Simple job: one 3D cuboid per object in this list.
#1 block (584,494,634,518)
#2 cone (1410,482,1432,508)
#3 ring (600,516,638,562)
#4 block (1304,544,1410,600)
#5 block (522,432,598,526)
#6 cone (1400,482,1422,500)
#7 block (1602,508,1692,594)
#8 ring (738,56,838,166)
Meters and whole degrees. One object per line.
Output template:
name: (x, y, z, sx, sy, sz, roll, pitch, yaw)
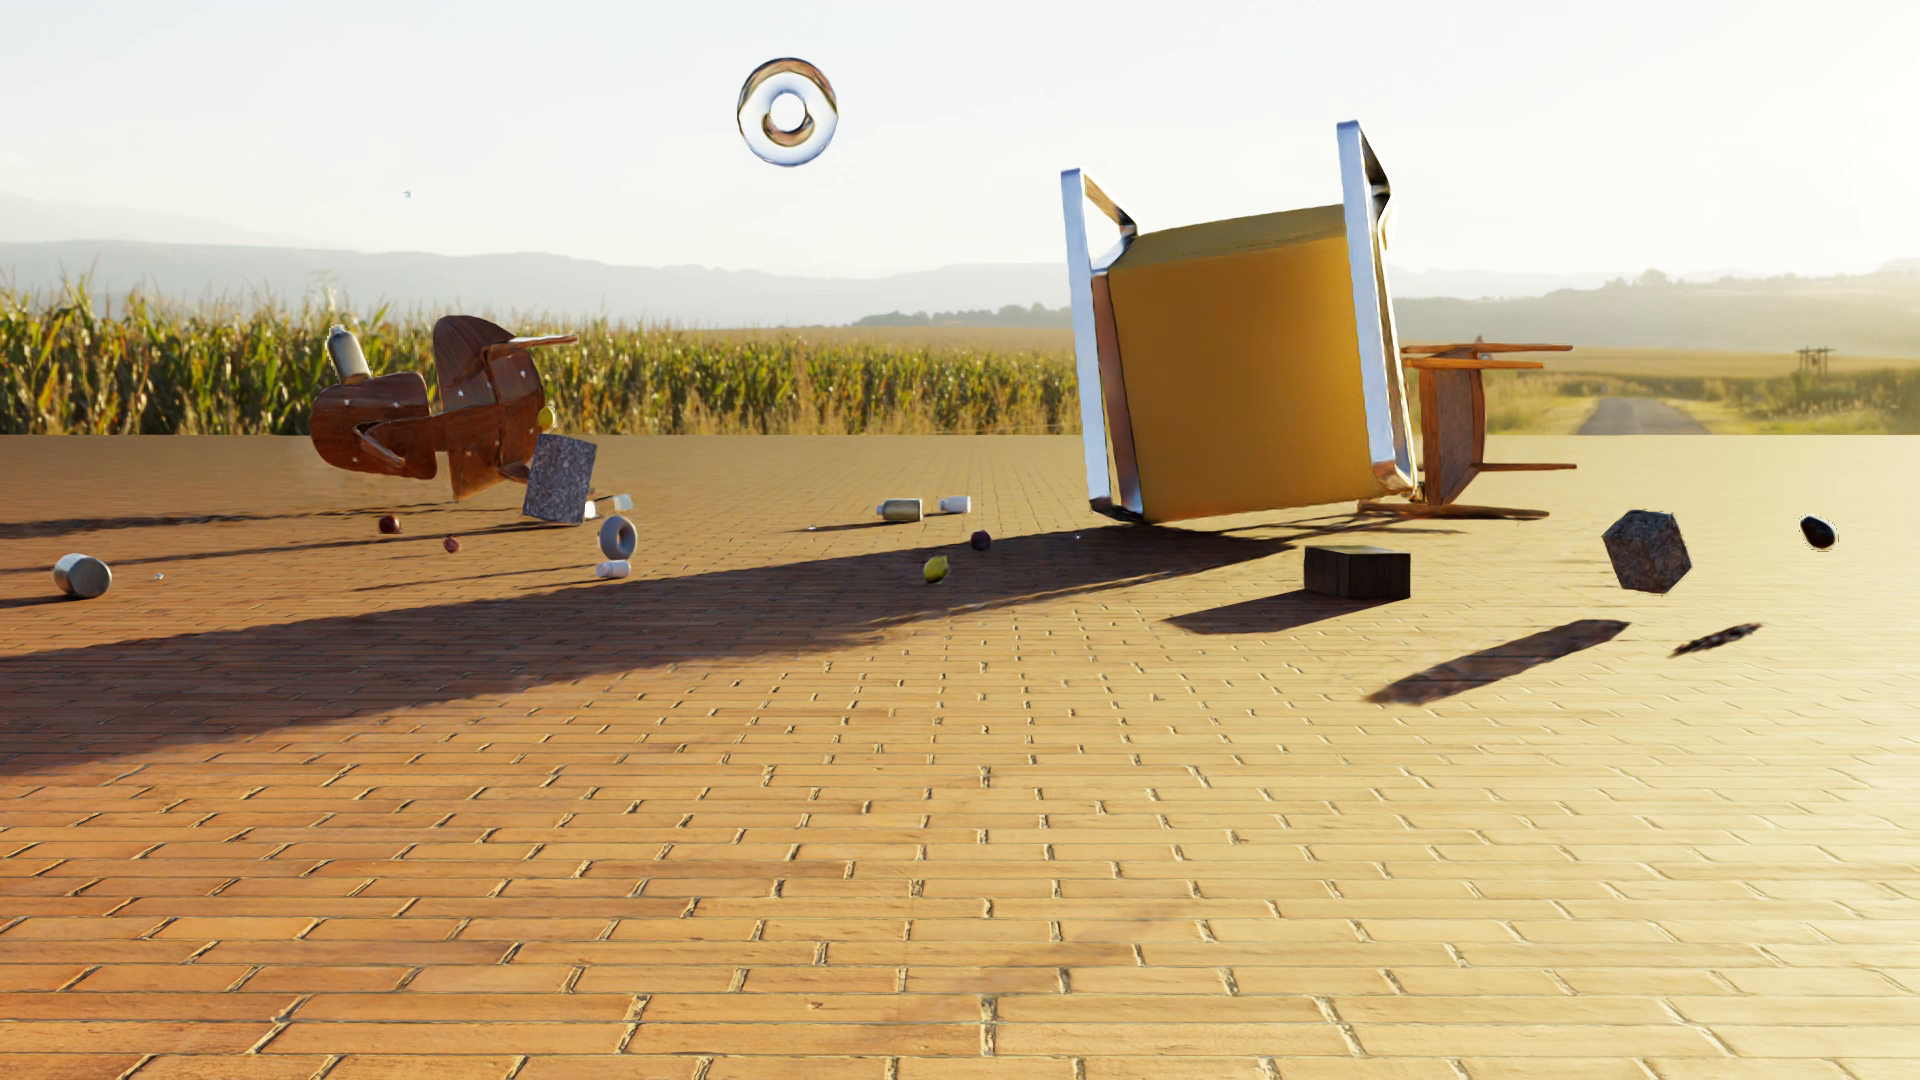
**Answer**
block: (-1.230, -0.119, 7.690, 0.124, 0.054, 0.120, -13, -1, 22)
cone: (1.742, -0.149, 8.362, 0.087, 0.114, 0.095, 10, -26, 6)
ring: (-0.886, -0.003, 5.706, 0.049, 0.122, 0.118, -3, 7, 32)
block: (0.870, 0.069, 4.830, 0.142, 0.097, 0.254, -1, 4, -13)
block: (-1.305, -0.197, 7.172, 0.120, 0.272, 0.155, 9, -3, 35)
cone: (1.632, -0.169, 8.014, 0.084, 0.070, 0.058, -17, 14, 48)
block: (1.408, 0.024, 4.505, 0.099, 0.132, 0.109, -38, 25, -24)
ring: (-0.352, -0.875, 4.497, 0.213, 0.225, 0.064, -10, 20, -14)
